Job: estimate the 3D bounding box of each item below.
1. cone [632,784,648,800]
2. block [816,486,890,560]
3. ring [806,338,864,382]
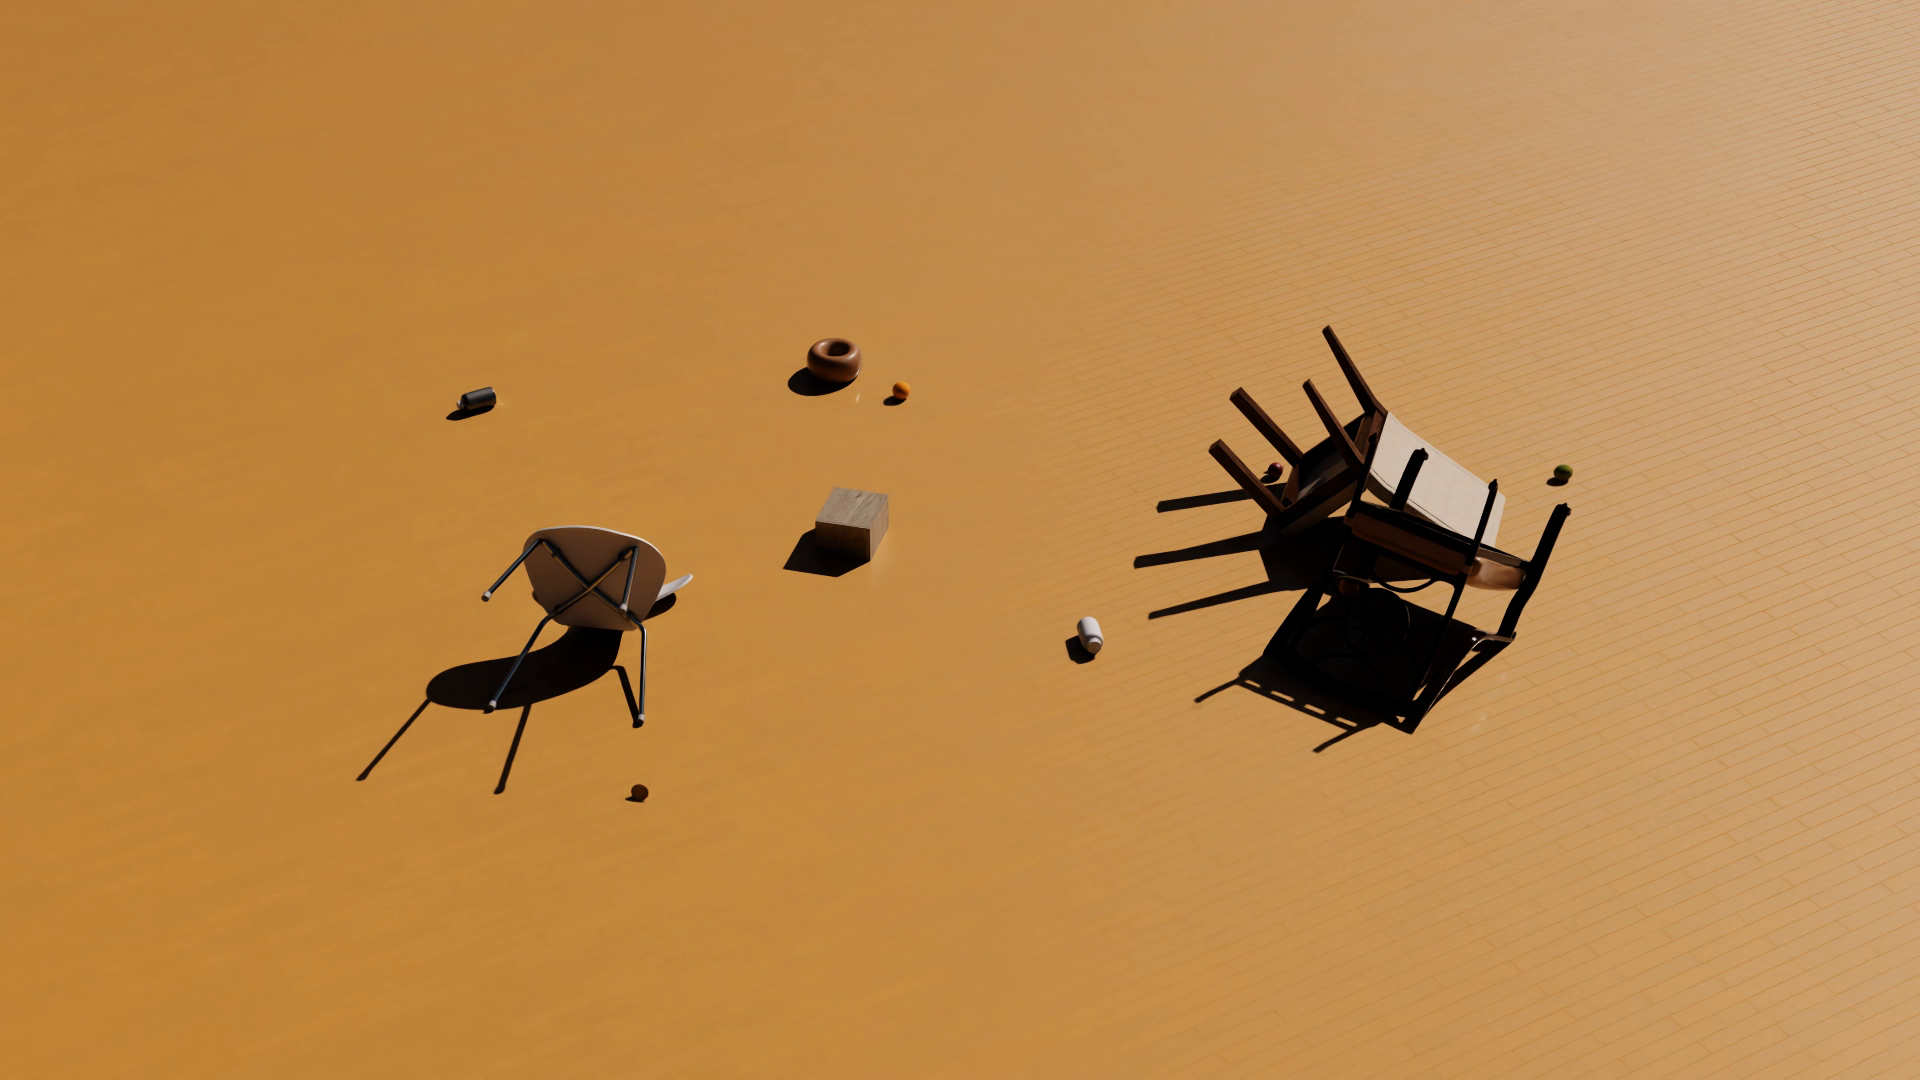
[{"bbox_3d":[-1.048,0.830,9.665,0.062,0.052,0.041,17,4,14],"label":"cone"},{"bbox_3d":[-0.400,-0.061,10.908,0.210,0.142,0.244,8,34,13],"label":"block"},{"bbox_3d":[-0.510,-0.731,11.947,0.231,0.118,0.242,0,32,-3],"label":"ring"}]
